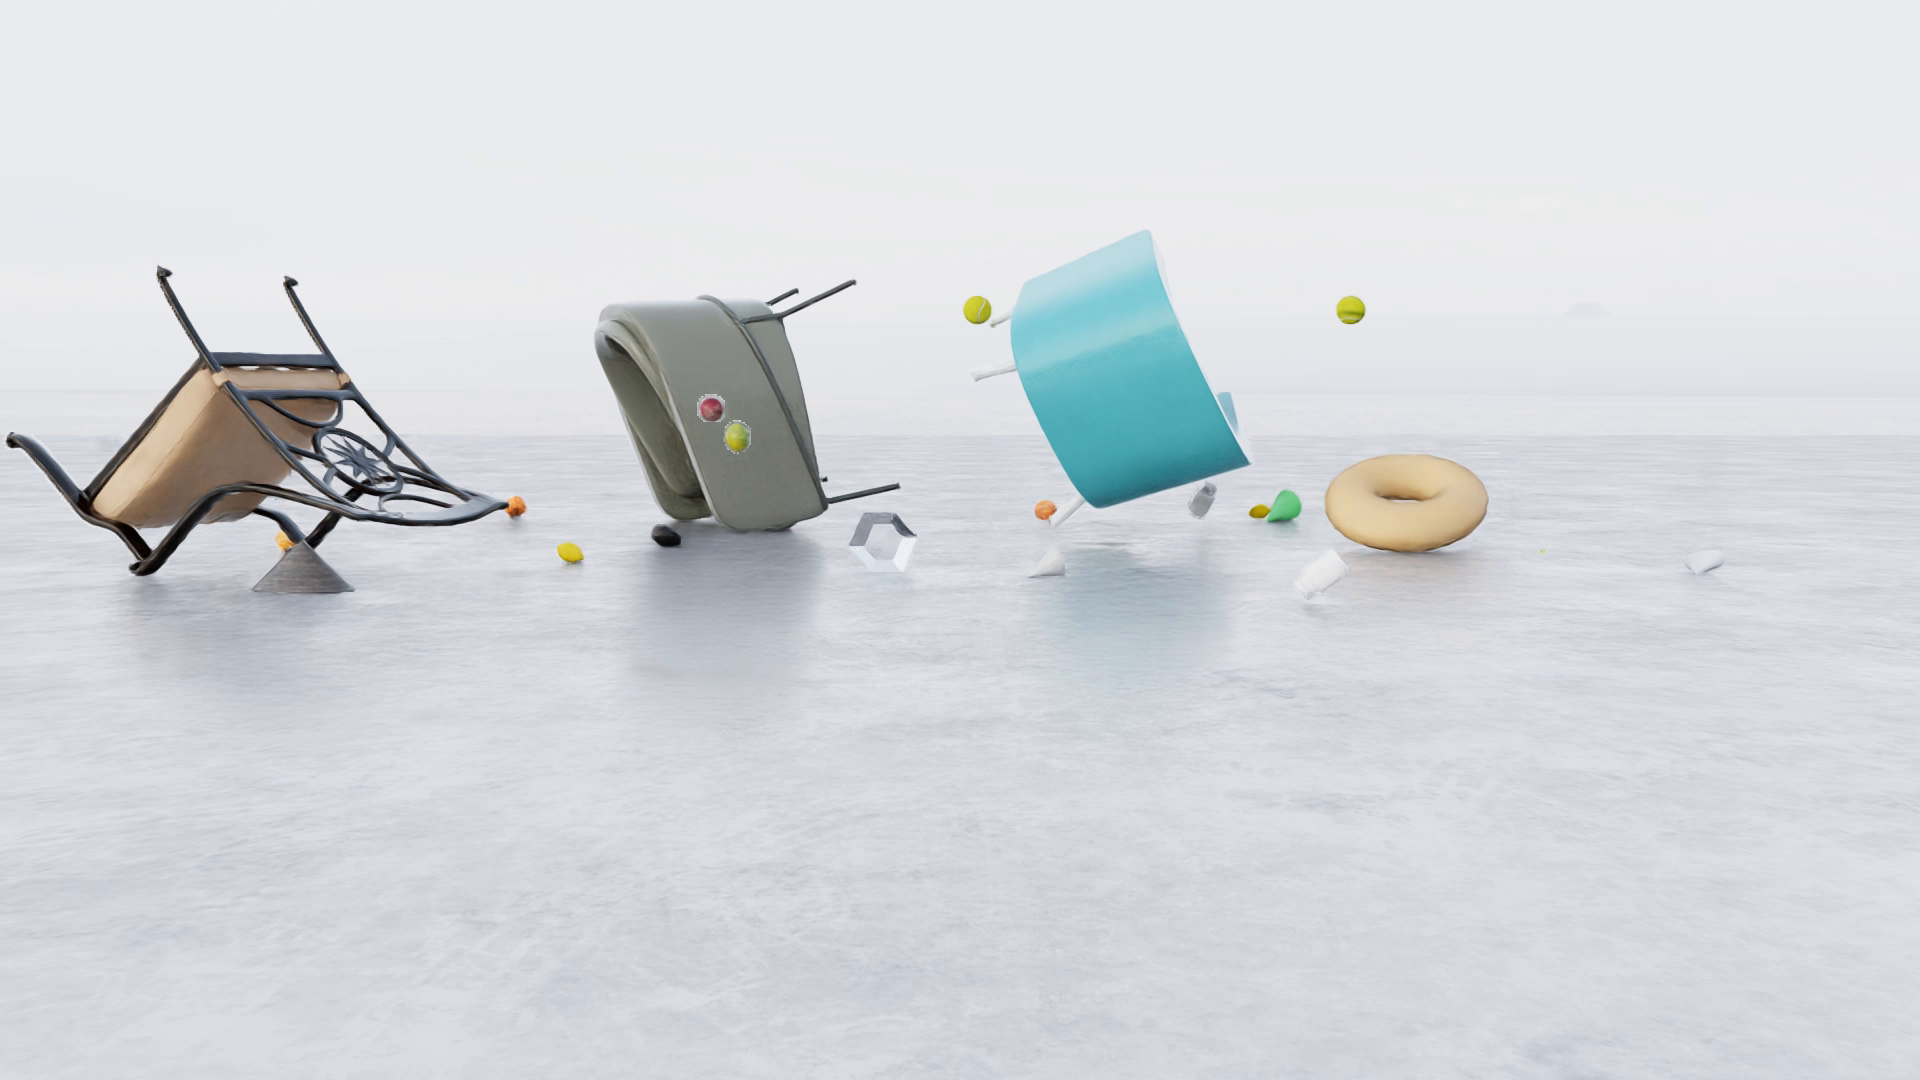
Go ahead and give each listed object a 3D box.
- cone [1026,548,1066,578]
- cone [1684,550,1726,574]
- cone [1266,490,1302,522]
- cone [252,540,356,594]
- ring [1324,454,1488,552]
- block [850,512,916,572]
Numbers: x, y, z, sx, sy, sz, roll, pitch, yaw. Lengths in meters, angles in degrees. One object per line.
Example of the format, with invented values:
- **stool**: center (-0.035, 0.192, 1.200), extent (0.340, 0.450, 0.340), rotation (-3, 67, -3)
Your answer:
- **cone**: center (0.195, 0.071, 5.249), extent (0.087, 0.072, 0.107), rotation (-26, -18, -11)
- **cone**: center (1.806, 0.067, 5.358), extent (0.107, 0.058, 0.065), rotation (-19, 17, 44)
- **cone**: center (1.077, -0.090, 7.470), extent (0.098, 0.112, 0.181), rotation (15, 28, 30)
- **cone**: center (-1.467, 0.055, 4.906), extent (0.258, 0.114, 0.164), rotation (2, 4, 22)
- **ring**: center (1.268, -0.109, 6.250), extent (0.443, 0.129, 0.514), rotation (18, 33, 33)
- **block**: center (-0.190, 0.005, 5.405), extent (0.097, 0.101, 0.110), rotation (3, -32, 35)
